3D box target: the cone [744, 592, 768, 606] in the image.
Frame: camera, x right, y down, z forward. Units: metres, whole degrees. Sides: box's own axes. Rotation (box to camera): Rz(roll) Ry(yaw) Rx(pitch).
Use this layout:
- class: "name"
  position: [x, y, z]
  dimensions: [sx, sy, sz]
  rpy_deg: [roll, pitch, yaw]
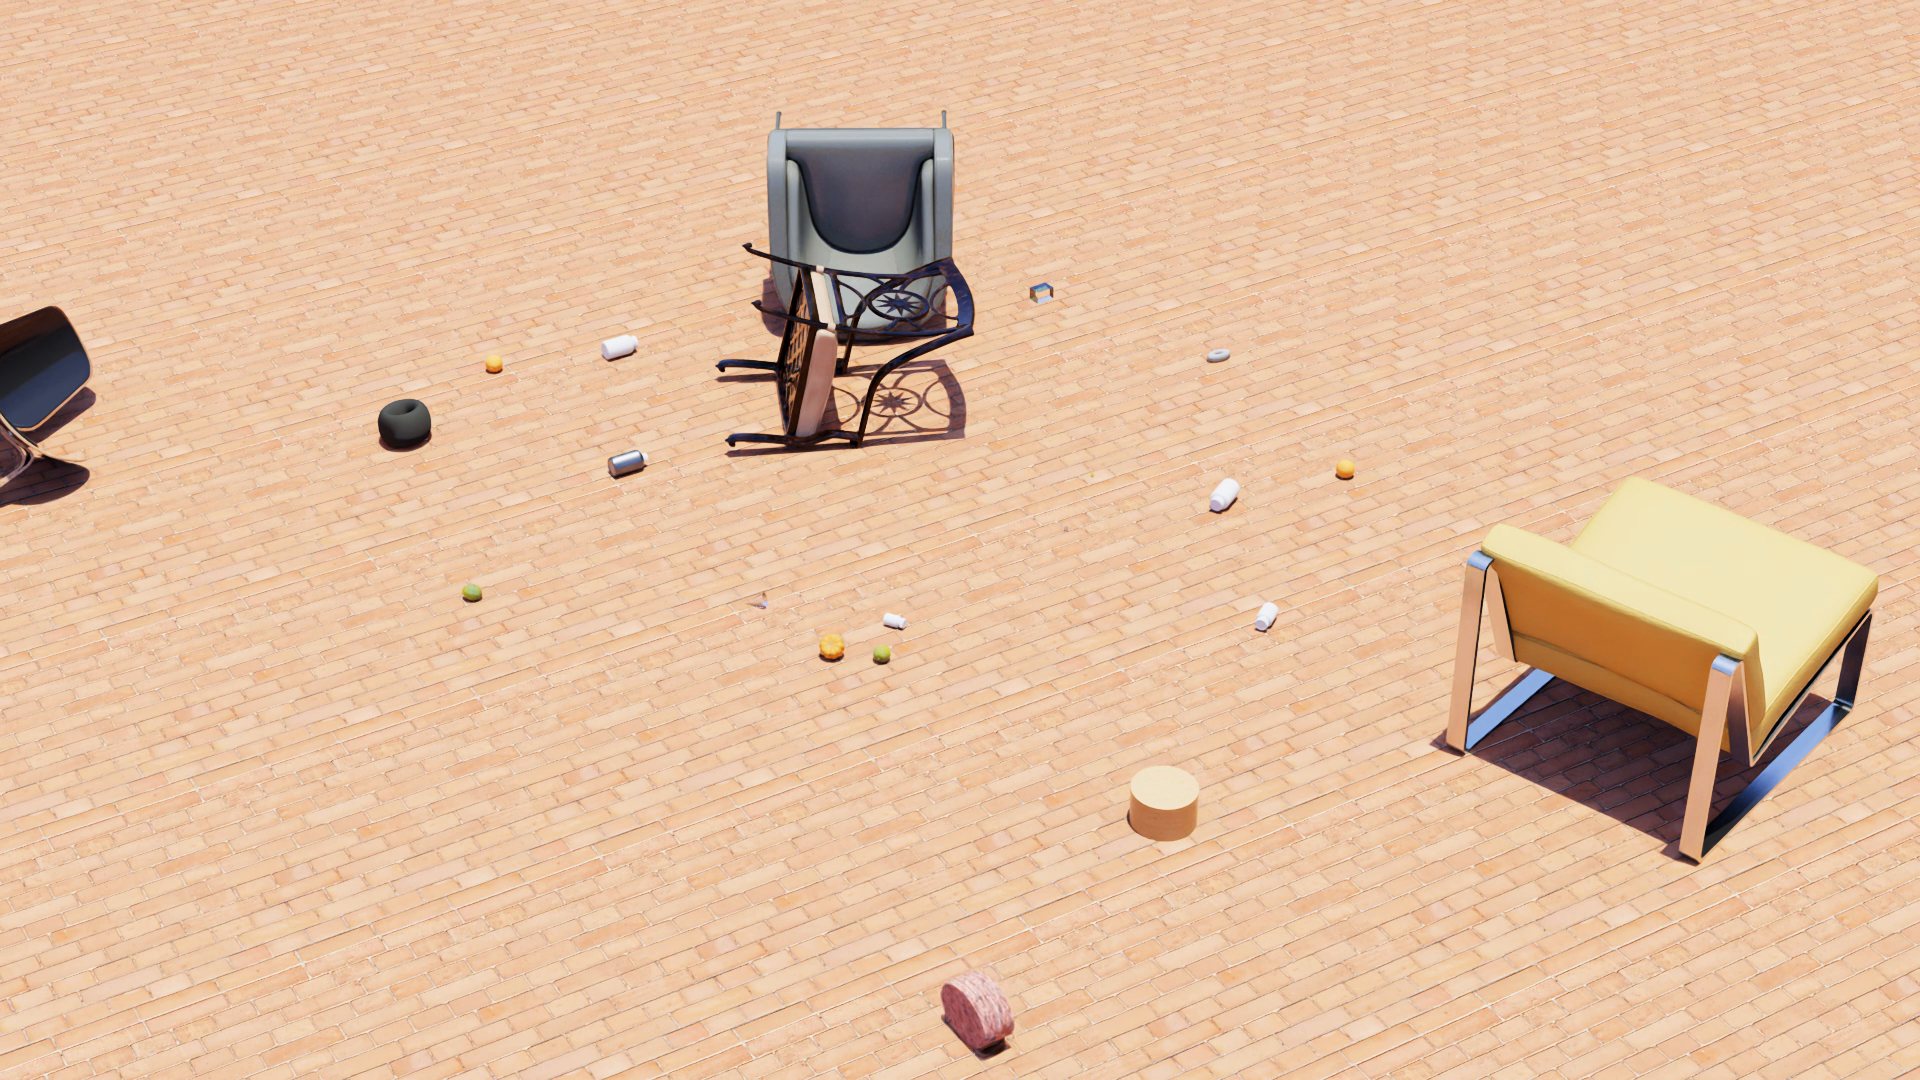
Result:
- class: "cone"
  position: [-0.743, 0.221, 10.585]
  dimensions: [0.085, 0.054, 0.053]
  rpy_deg: [-10, 44, 18]

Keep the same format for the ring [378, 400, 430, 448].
- class: "ring"
  position: [-2.181, -0.459, 11.516]
  dimensions: [0.204, 0.138, 0.225]
  rpy_deg: [1, 29, 13]

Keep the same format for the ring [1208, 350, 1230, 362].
- class: "ring"
  position: [1.065, -0.759, 12.067]
  dimensions: [0.107, 0.034, 0.057]
  rpy_deg: [-15, 35, -23]

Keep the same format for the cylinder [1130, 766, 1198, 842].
- class: "cylinder"
  position: [0.663, 0.856, 9.525]
  dimensions: [0.221, 0.133, 0.230]
  rpy_deg: [-8, 34, -12]

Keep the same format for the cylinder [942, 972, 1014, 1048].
- class: "cylinder"
  position: [0.052, 1.389, 8.669]
  dimensions: [0.105, 0.184, 0.235]
  rpy_deg: [-20, 37, -27]

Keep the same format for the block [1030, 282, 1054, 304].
- class: "block"
  position: [0.348, -1.053, 12.494]
  dimensions: [0.084, 0.053, 0.059]
  rpy_deg: [-22, 39, -29]
